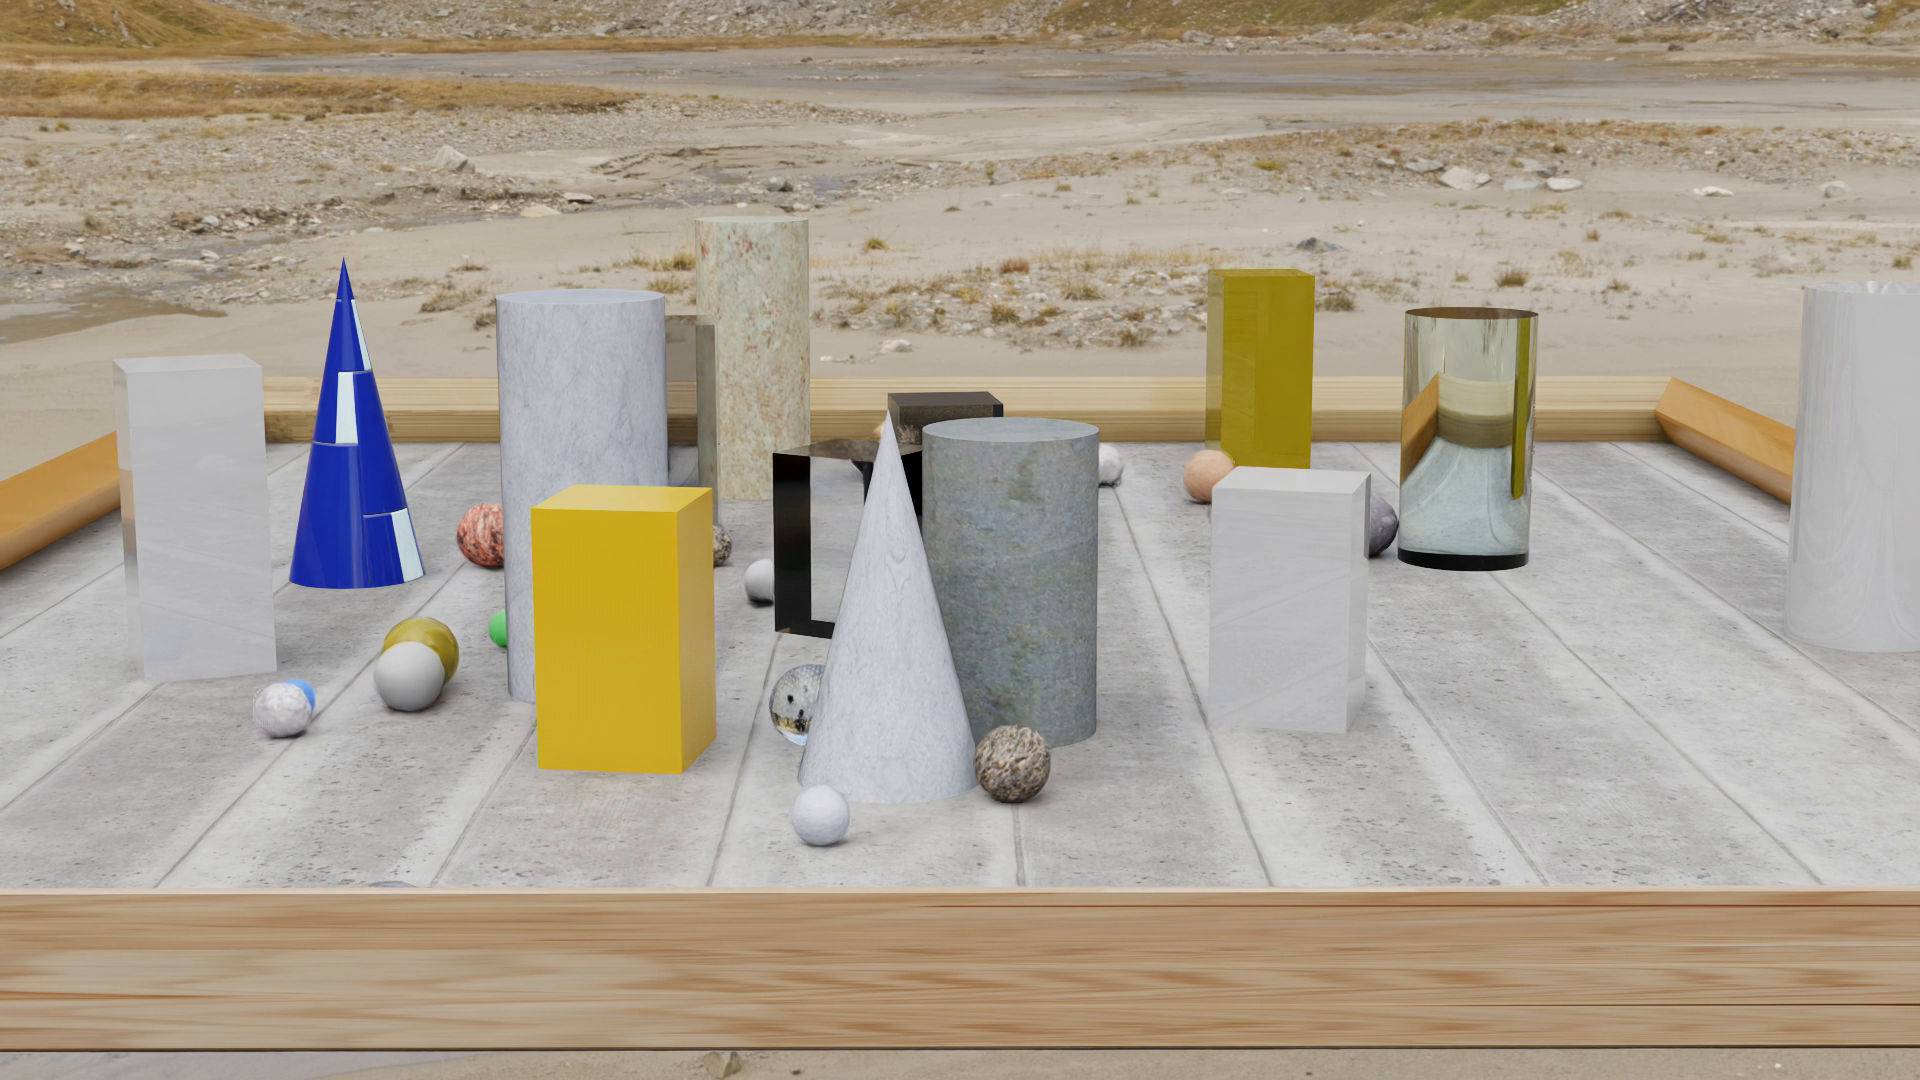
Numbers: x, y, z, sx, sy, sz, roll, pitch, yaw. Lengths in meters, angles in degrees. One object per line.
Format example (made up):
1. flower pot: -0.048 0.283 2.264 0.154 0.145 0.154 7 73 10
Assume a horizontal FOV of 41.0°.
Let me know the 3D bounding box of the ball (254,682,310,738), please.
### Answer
1. ball: -0.741 0.186 2.807 0.059 0.059 0.059 0 11 0

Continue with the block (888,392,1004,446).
1. block: -0.023 -0.096 3.847 0.154 0.234 0.154 -1 11 -8

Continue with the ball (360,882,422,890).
1. ball: -0.448 0.315 2.014 0.095 0.095 0.095 0 11 0

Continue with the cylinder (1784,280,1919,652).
1. cylinder: 1.161 -0.097 3.264 0.192 0.448 0.192 0 11 0

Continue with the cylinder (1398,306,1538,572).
1. cylinder: 0.748 -0.152 3.784 0.192 0.366 0.192 0 11 0

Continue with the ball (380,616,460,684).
1. ball: -0.632 0.134 3.002 0.090 0.090 0.090 0 11 0

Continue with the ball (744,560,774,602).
1. ball: -0.267 0.056 3.505 0.059 0.059 0.059 0 11 0

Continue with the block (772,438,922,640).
1. block: -0.135 -0.001 3.334 0.154 0.235 0.154 6 12 30

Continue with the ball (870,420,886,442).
1. ball: -0.115 -0.172 4.634 0.096 0.096 0.096 0 11 0

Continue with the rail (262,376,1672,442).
1. rail: -0.009 -0.251 4.970 2.792 0.125 0.045 0 11 0

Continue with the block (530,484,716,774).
1. block: -0.354 0.091 2.722 0.154 0.276 0.154 2 11 8

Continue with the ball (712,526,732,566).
1. ball: -0.364 0.008 3.763 0.060 0.060 0.060 0 11 0

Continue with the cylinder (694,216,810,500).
1. cylinder: -0.353 -0.315 4.391 0.192 0.465 0.192 0 11 0

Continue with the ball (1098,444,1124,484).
1. ball: 0.253 -0.131 4.484 0.070 0.070 0.070 0 11 0

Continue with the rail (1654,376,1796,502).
1. rail: 1.372 0.031 3.457 0.045 0.125 3.141 0 11 0

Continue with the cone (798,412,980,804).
1. cone: -0.072 0.056 2.617 0.192 0.384 0.192 0 11 0

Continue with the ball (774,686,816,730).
1. ball: -0.183 0.186 2.839 0.048 0.048 0.048 0 11 0

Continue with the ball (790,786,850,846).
1. ball: -0.132 0.260 2.420 0.056 0.056 0.056 0 11 0

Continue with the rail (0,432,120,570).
1. rail: -1.372 0.034 3.441 0.045 0.125 3.141 0 11 0

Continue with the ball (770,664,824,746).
1. ball: -0.161 0.178 2.766 0.090 0.090 0.090 0 11 0

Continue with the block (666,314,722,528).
1. block: -0.441 -0.158 3.867 0.154 0.348 0.154 -1 11 -3

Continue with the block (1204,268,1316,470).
1. block: 0.511 -0.269 4.391 0.154 0.376 0.154 -1 11 -5

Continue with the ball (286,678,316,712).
1. ball: -0.747 0.179 2.882 0.046 0.046 0.046 0 11 0

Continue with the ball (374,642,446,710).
1. ball: -0.626 0.155 2.920 0.079 0.079 0.079 0 11 0

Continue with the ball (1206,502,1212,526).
1. ball: 0.414 -0.041 4.046 0.052 0.052 0.052 0 11 0

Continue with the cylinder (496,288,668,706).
1. cylinder: -0.435 -0.052 2.983 0.192 0.463 0.192 0 11 0

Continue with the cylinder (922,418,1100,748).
1. cylinder: 0.055 0.044 2.816 0.192 0.335 0.192 0 11 0

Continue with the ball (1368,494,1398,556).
1. ball: 0.609 -0.023 3.841 0.093 0.093 0.093 0 11 0

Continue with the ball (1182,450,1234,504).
1. ball: 0.418 -0.106 4.295 0.090 0.090 0.090 0 11 0

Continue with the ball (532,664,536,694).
1. ball: -0.432 0.155 2.876 0.094 0.094 0.094 0 11 0

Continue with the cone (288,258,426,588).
1. cone: -0.868 -0.174 3.653 0.192 0.459 0.192 0 11 0

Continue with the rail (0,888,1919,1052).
1. rail: 0.009 0.315 1.928 2.792 0.125 0.045 0 11 0

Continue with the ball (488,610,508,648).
1. ball: -0.570 0.111 3.236 0.049 0.049 0.049 0 11 0

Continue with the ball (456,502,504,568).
1. ball: -0.688 -0.007 3.751 0.094 0.094 0.094 0 11 0

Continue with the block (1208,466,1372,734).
1. block: 0.372 0.064 2.891 0.154 0.268 0.154 3 11 16

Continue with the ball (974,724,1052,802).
1. ball: 0.053 0.222 2.561 0.077 0.077 0.077 0 11 0

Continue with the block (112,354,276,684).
1. block: -0.930 -0.030 3.114 0.154 0.372 0.154 -5 11 -23
